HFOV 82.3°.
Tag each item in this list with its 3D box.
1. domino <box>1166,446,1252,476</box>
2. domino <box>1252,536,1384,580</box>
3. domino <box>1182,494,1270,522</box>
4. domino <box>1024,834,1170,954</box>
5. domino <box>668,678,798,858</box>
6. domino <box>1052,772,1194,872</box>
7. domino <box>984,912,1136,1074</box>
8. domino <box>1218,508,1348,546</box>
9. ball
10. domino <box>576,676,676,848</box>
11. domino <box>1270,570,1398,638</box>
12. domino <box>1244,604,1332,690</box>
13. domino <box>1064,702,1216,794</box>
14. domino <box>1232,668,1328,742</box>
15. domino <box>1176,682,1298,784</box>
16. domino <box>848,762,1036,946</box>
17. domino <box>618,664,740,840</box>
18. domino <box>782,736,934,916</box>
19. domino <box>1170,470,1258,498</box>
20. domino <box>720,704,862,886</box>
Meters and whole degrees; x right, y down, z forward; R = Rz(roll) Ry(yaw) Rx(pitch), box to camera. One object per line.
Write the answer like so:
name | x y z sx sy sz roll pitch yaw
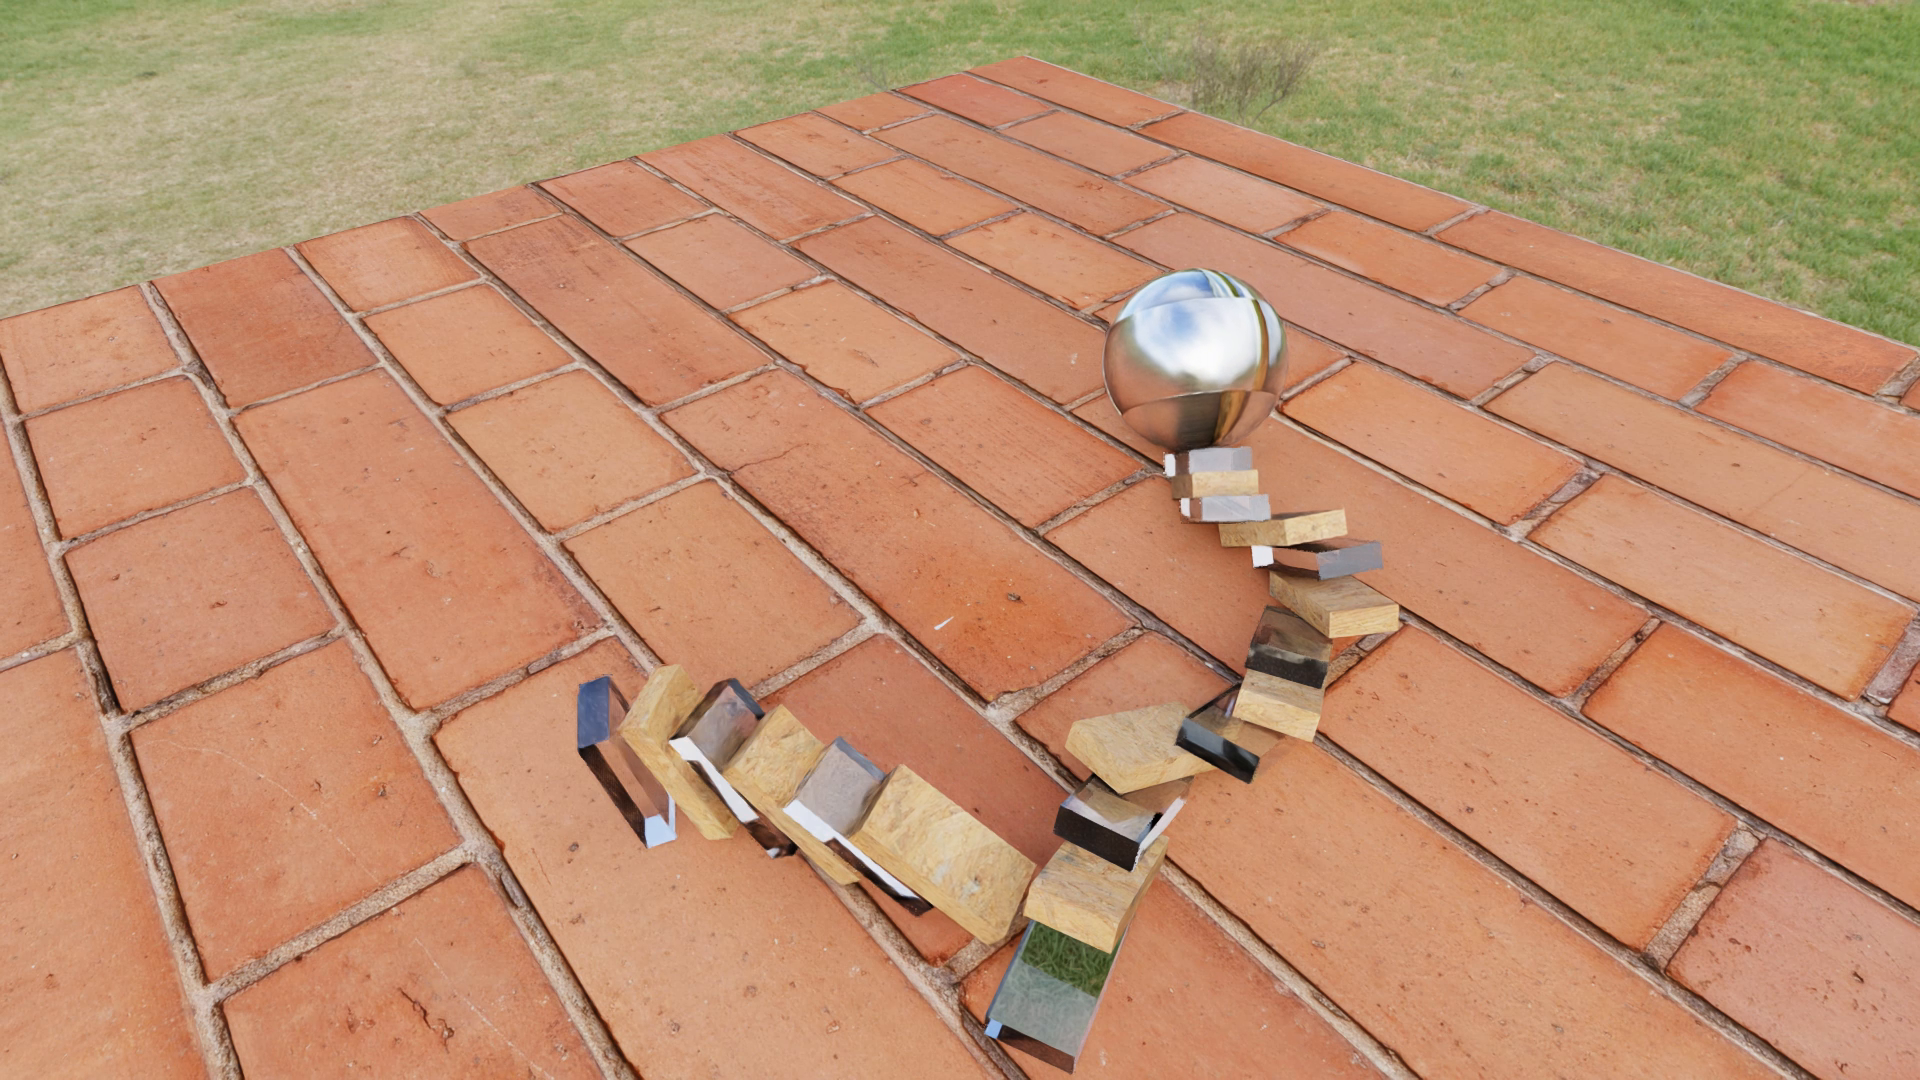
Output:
domino | 0.103 -0.032 0.460 0.025 0.009 0.050 -3 2 0
domino | 0.134 0.006 0.416 0.025 0.009 0.050 -10 6 -11
domino | 0.104 -0.013 0.435 0.025 0.010 0.050 -3 2 3
domino | 0.040 0.095 0.312 0.025 0.009 0.050 18 19 22
domino | -0.062 0.069 0.331 0.009 0.050 0.025 -19 25 38
domino | 0.050 0.079 0.332 0.025 0.010 0.050 21 21 24
domino | 0.029 0.116 0.302 0.025 0.010 0.050 17 42 20
domino | 0.124 -0.004 0.425 0.025 0.010 0.050 -10 2 -14
ball | 0.103 -0.078 0.483 0.080 0.080 0.080 0 39 0
domino | -0.099 0.067 0.329 0.009 0.050 0.025 -18 41 -3
domino | 0.135 0.022 0.402 0.025 0.009 0.050 -6 16 -7
domino | 0.116 0.036 0.383 0.025 0.009 0.050 15 16 18
domino | 0.060 0.065 0.348 0.050 0.010 0.025 -3 27 -39
domino | 0.107 0.050 0.365 0.025 0.009 0.050 17 17 17
domino | 0.091 0.061 0.352 0.025 0.009 0.050 27 20 28
domino | -0.005 0.090 0.315 0.050 0.010 0.025 38 45 -3
domino | -0.081 0.065 0.333 0.010 0.050 0.025 -12 34 24
domino | -0.024 0.083 0.321 0.050 0.010 0.025 40 44 -6
domino | 0.103 -0.022 0.447 0.025 0.010 0.050 -3 2 2
domino | -0.044 0.076 0.326 0.050 0.010 0.025 46 44 -12
